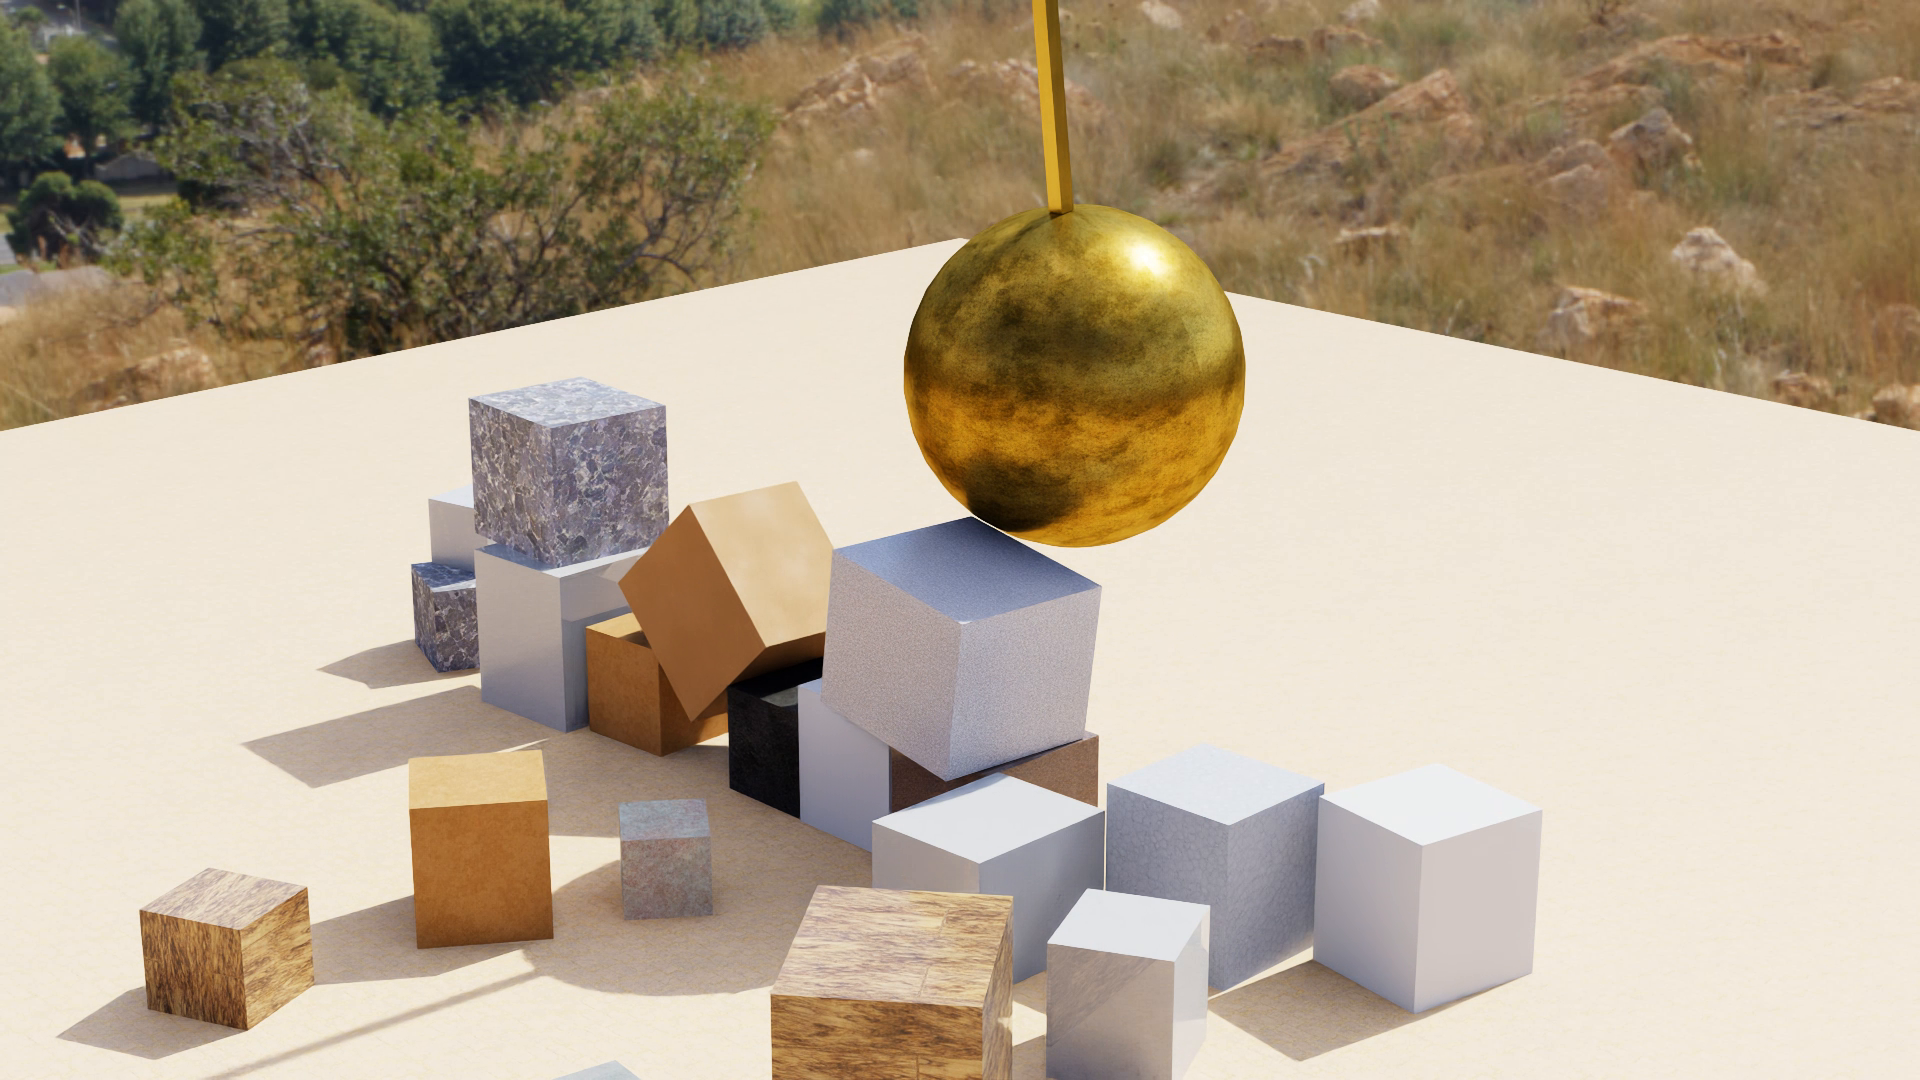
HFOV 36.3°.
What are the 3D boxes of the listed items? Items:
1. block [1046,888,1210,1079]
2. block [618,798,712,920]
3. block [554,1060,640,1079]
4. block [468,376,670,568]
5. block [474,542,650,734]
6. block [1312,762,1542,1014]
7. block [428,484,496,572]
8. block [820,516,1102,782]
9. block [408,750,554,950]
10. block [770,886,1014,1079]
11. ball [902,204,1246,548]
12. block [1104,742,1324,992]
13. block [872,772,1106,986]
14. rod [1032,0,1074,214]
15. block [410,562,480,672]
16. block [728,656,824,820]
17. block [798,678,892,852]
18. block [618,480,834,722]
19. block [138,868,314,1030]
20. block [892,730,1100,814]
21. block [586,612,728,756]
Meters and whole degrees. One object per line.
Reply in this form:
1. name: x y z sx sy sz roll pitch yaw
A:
1. block: 0.670 1.794 11.665 0.513 0.582 0.544 6 18 18
2. block: -1.324 1.429 13.161 0.391 0.381 0.445 -2 18 -8
3. block: -1.299 2.219 10.421 0.428 0.517 0.425 -12 21 -34
4. block: -2.058 -0.369 15.449 0.705 0.745 0.800 -14 22 -38
5. block: -2.017 0.437 15.541 0.700 0.848 0.805 16 23 41
6. block: 1.977 1.463 12.432 0.680 0.754 0.635 -12 21 -33
7. block: -2.663 -0.067 16.383 0.430 0.375 0.404 11 21 32
8. block: -0.003 0.475 13.328 0.829 0.764 0.905 -14 30 -39
9. block: -2.115 1.357 12.933 0.587 0.655 0.592 -3 18 -10
10. block: -0.233 1.894 10.854 0.753 0.878 0.940 2 18 7
11. ball: 0.533 -0.764 13.660 1.600 1.600 1.600 0 17 0
12. block: 1.093 1.397 12.641 0.669 0.756 0.651 16 24 41
13. block: 0.124 1.475 12.610 0.632 0.624 0.781 16 24 42
14. rod: 0.231 -3.891 12.361 0.080 5.200 0.080 17 31 42
15. block: -2.717 0.400 16.298 0.527 0.464 0.544 -7 19 -22
16. block: -0.713 0.961 14.386 0.642 0.540 0.552 -16 23 -41
17. block: -0.290 1.015 13.961 0.705 0.692 0.640 -16 23 -41
18. block: -1.078 0.303 14.654 0.712 0.822 0.760 -14 -22 -44
19. block: -3.045 1.696 12.198 0.502 0.451 0.463 7 19 22
20. block: 0.163 1.194 13.538 0.720 0.605 0.627 -17 24 -42
21. block: -1.520 0.708 15.144 0.547 0.568 0.583 15 23 40
